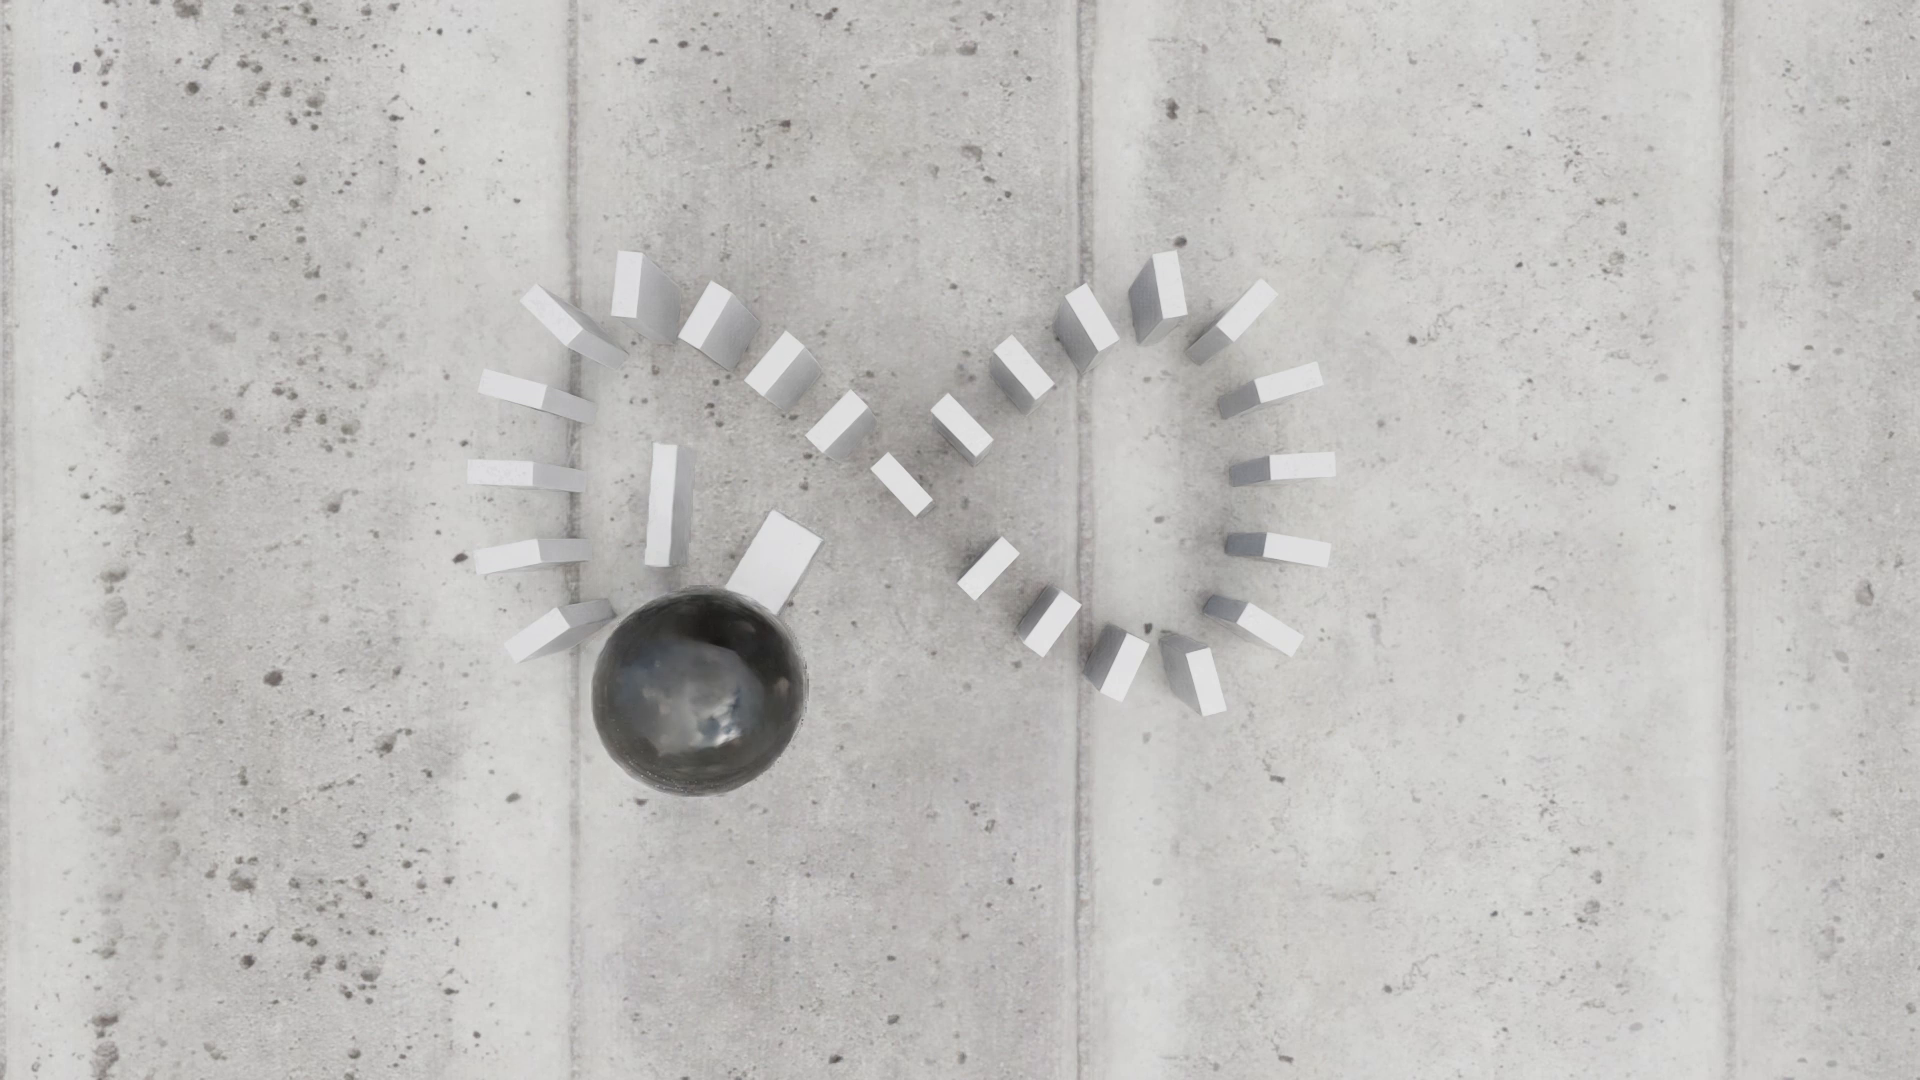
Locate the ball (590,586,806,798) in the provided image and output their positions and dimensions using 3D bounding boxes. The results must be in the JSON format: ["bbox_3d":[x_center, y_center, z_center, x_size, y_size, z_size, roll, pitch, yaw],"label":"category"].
[{"bbox_3d":[-0.100,0.058,0.354,0.080,0.080,0.080,0,90,0],"label":"ball"}]

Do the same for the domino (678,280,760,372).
[{"bbox_3d":[-0.097,-0.086,0.375,0.009,0.050,0.025,30,90,0],"label":"domino"}]

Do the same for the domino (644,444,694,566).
[{"bbox_3d":[-0.123,-0.014,0.388,0.010,0.025,0.050,4,90,0],"label":"domino"}]

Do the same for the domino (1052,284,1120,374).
[{"bbox_3d":[0.051,-0.085,0.375,0.009,0.050,0.025,-31,90,0],"label":"domino"}]

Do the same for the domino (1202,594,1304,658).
[{"bbox_3d":[0.119,0.034,0.375,0.025,0.050,0.009,32,90,0],"label":"domino"}]

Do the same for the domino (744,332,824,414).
[{"bbox_3d":[-0.071,-0.068,0.375,0.009,0.050,0.025,40,90,0],"label":"domino"}]

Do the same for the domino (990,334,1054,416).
[{"bbox_3d":[0.024,-0.066,0.375,0.009,0.050,0.025,-41,90,0],"label":"domino"}]

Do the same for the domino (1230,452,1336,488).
[{"bbox_3d":[0.131,-0.028,0.375,0.025,0.050,0.009,-3,90,0],"label":"domino"}]

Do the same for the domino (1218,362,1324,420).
[{"bbox_3d":[0.126,-0.060,0.375,0.025,0.050,0.010,-16,90,0],"label":"domino"}]

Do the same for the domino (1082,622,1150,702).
[{"bbox_3d":[0.063,0.049,0.375,0.010,0.050,0.025,25,90,0],"label":"domino"}]

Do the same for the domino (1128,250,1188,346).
[{"bbox_3d":[0.080,-0.098,0.375,0.010,0.050,0.025,-10,90,0],"label":"domino"}]

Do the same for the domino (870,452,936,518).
[{"bbox_3d":[-0.022,-0.021,0.375,0.009,0.050,0.025,-43,90,0],"label":"domino"}]

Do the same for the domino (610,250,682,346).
[{"bbox_3d":[-0.127,-0.098,0.375,0.010,0.050,0.025,6,90,0],"label":"domino"}]

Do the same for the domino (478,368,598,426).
[{"bbox_3d":[-0.171,-0.058,0.375,0.025,0.050,0.010,15,90,0],"label":"domino"}]

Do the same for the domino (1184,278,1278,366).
[{"bbox_3d":[0.110,-0.088,0.375,0.010,0.050,0.025,43,90,0],"label":"domino"}]

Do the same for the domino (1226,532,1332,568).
[{"bbox_3d":[0.129,0.004,0.375,0.025,0.050,0.009,10,90,0],"label":"domino"}]

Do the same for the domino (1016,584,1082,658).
[{"bbox_3d":[0.035,0.032,0.375,0.010,0.050,0.025,36,90,0],"label":"domino"}]

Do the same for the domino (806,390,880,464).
[{"bbox_3d":[-0.047,-0.045,0.375,0.009,0.050,0.025,45,90,0],"label":"domino"}]

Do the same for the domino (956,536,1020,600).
[{"bbox_3d":[0.011,0.011,0.375,0.009,0.050,0.025,44,90,0],"label":"domino"}]

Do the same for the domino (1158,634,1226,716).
[{"bbox_3d":[0.094,0.054,0.375,0.009,0.050,0.025,-15,90,0],"label":"domino"}]

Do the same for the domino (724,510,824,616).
[{"bbox_3d":[-0.082,0.015,0.395,0.025,0.010,0.050,31,90,0],"label":"domino"}]

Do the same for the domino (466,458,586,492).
[{"bbox_3d":[-0.176,-0.026,0.375,0.025,0.050,0.010,2,90,0],"label":"domino"}]

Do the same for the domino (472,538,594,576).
[{"bbox_3d":[-0.173,0.006,0.375,0.025,0.050,0.009,-11,90,0],"label":"domino"}]

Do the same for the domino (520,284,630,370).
[{"bbox_3d":[-0.156,-0.086,0.375,0.025,0.050,0.010,44,90,0],"label":"domino"}]

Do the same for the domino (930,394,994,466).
[{"bbox_3d":[0.001,-0.044,0.375,0.009,0.050,0.025,-44,90,0],"label":"domino"}]

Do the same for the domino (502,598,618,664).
[{"bbox_3d":[-0.162,0.037,0.375,0.025,0.050,0.009,-34,90,0],"label":"domino"}]
